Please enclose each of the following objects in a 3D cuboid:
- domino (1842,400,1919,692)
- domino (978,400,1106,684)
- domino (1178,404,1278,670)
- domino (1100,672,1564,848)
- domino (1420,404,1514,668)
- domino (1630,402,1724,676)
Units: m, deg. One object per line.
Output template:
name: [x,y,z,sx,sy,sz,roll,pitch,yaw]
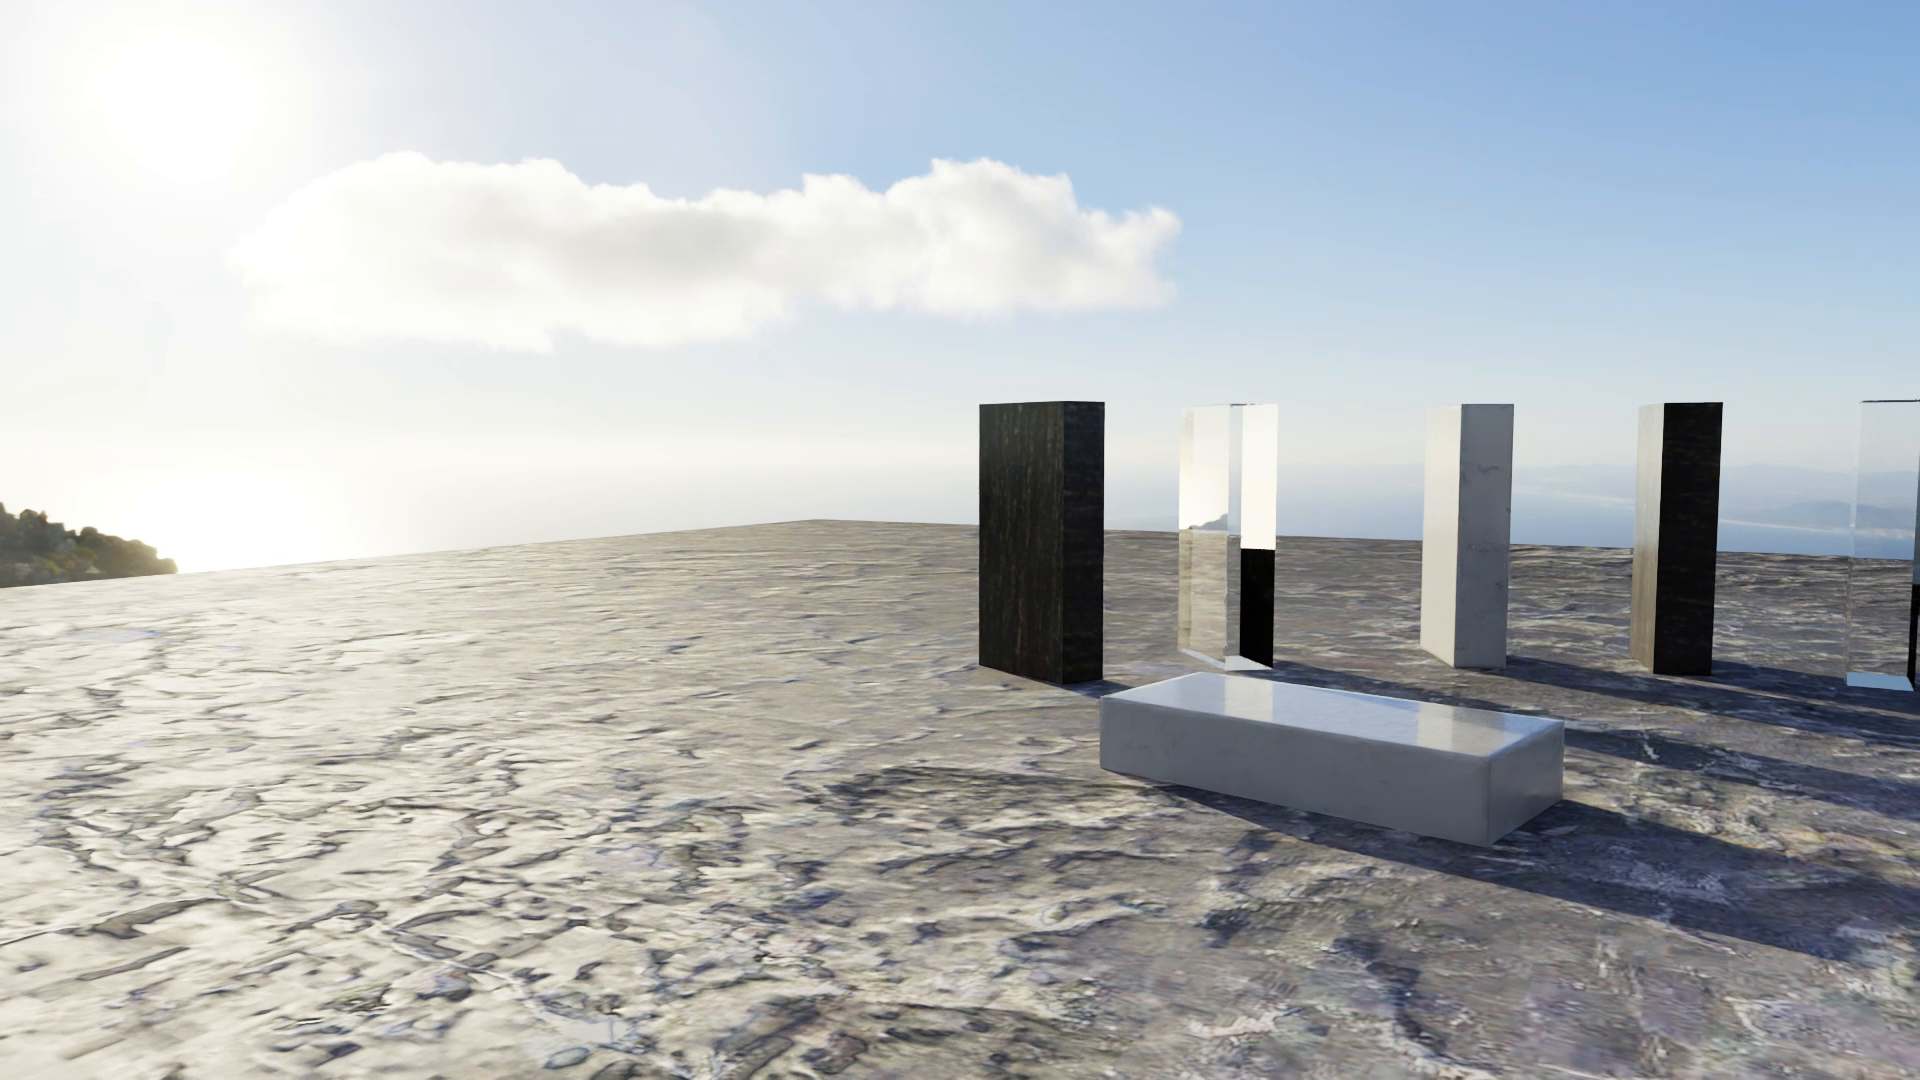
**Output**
domino: [0.167,0.000,0.232,0.010,0.050,0.025,3,5,33]
domino: [0.015,0.000,0.238,0.009,0.050,0.025,-3,5,-35]
domino: [0.052,-0.001,0.252,0.009,0.050,0.025,-1,4,-11]
domino: [0.045,0.026,0.161,0.050,0.010,0.025,4,6,42]
domino: [0.100,-0.001,0.254,0.010,0.050,0.025,0,4,6]
domino: [0.137,-0.001,0.246,0.009,0.050,0.025,1,5,18]
